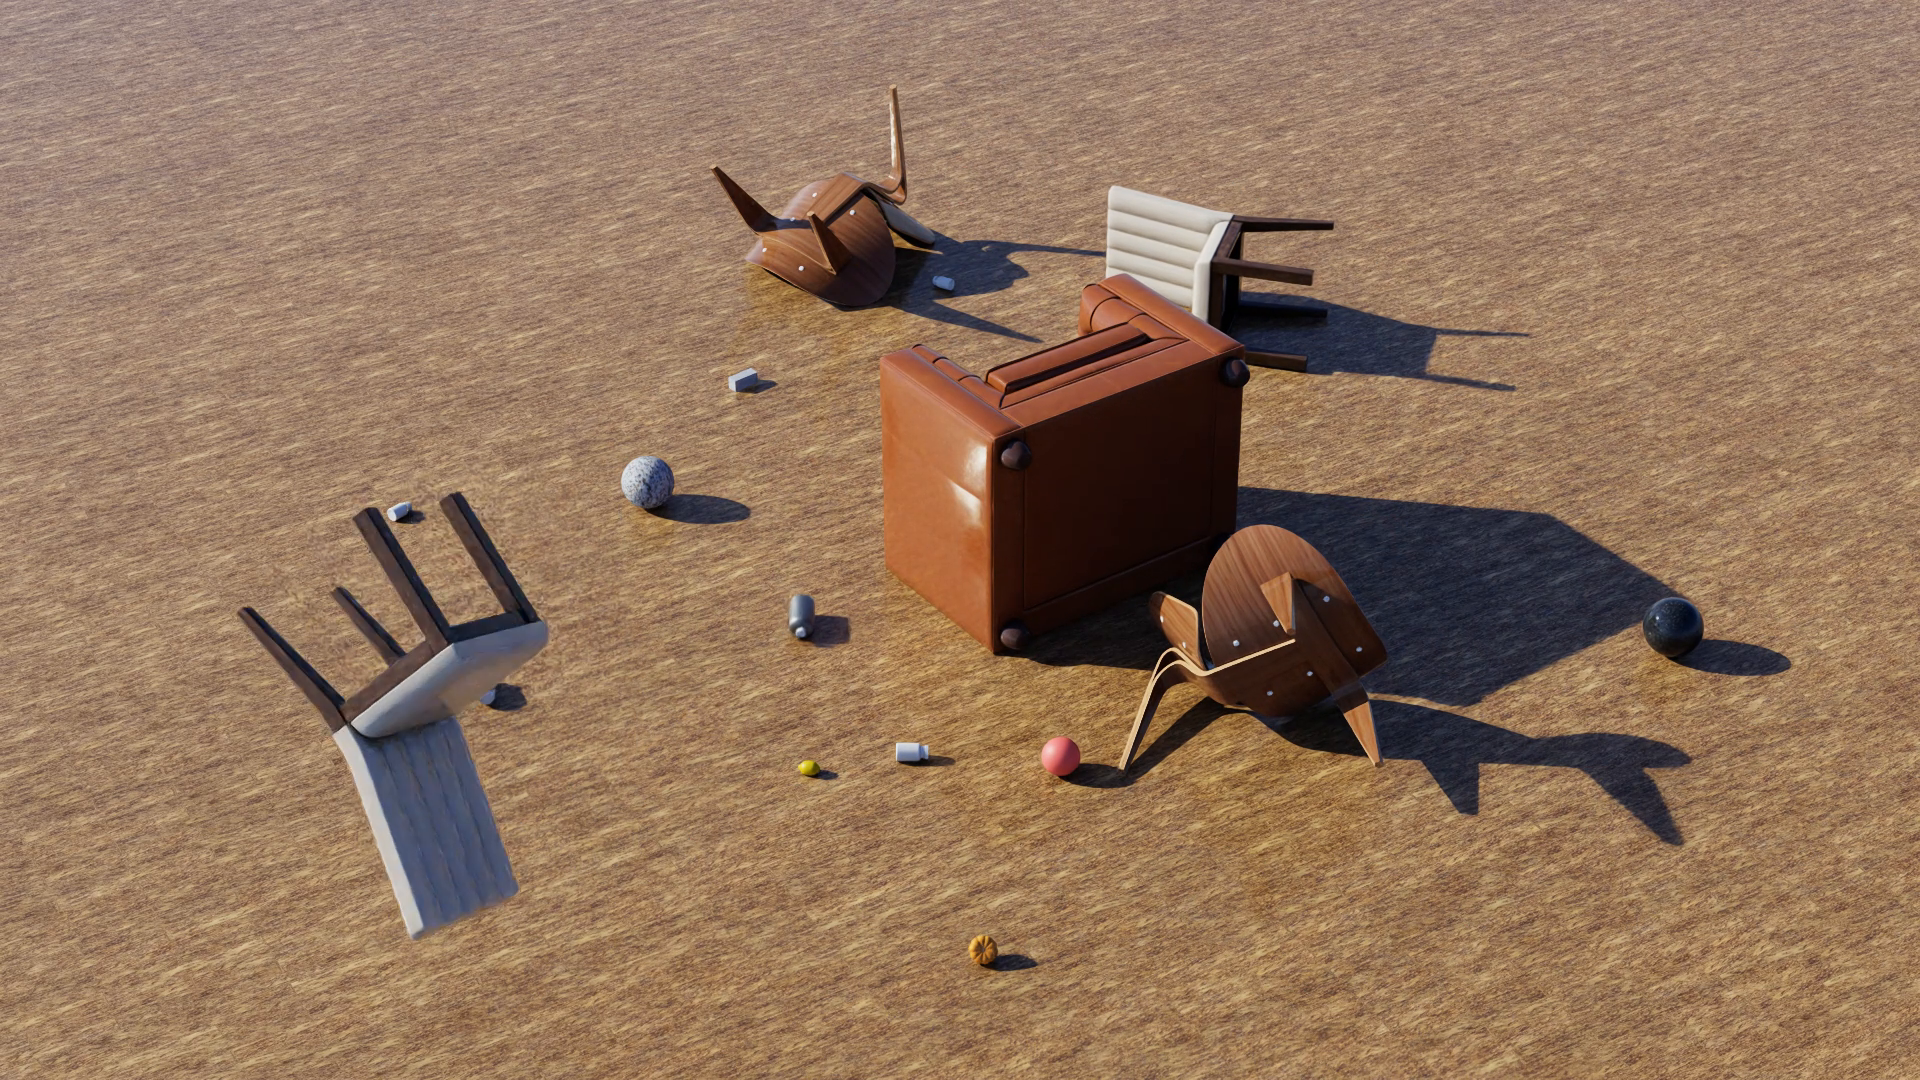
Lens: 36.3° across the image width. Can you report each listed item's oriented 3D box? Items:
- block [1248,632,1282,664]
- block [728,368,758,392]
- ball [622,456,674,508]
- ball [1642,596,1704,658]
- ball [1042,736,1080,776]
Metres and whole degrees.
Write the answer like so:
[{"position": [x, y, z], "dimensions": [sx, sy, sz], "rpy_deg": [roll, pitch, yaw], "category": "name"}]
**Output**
[{"position": [1.070, 0.377, 10.304], "dimensions": [0.097, 0.074, 0.076], "rpy_deg": [-6, 34, -9], "category": "block"}, {"position": [-0.879, -0.649, 11.884], "dimensions": [0.113, 0.049, 0.044], "rpy_deg": [-26, 41, -33], "category": "block"}, {"position": [-1.181, -0.219, 11.095], "dimensions": [0.200, 0.200, 0.200], "rpy_deg": [0, 33, 0], "category": "ball"}, {"position": [2.504, 0.306, 10.288], "dimensions": [0.212, 0.212, 0.212], "rpy_deg": [0, 33, 0], "category": "ball"}, {"position": [0.335, 0.718, 9.736], "dimensions": [0.130, 0.130, 0.130], "rpy_deg": [0, 33, 0], "category": "ball"}]
